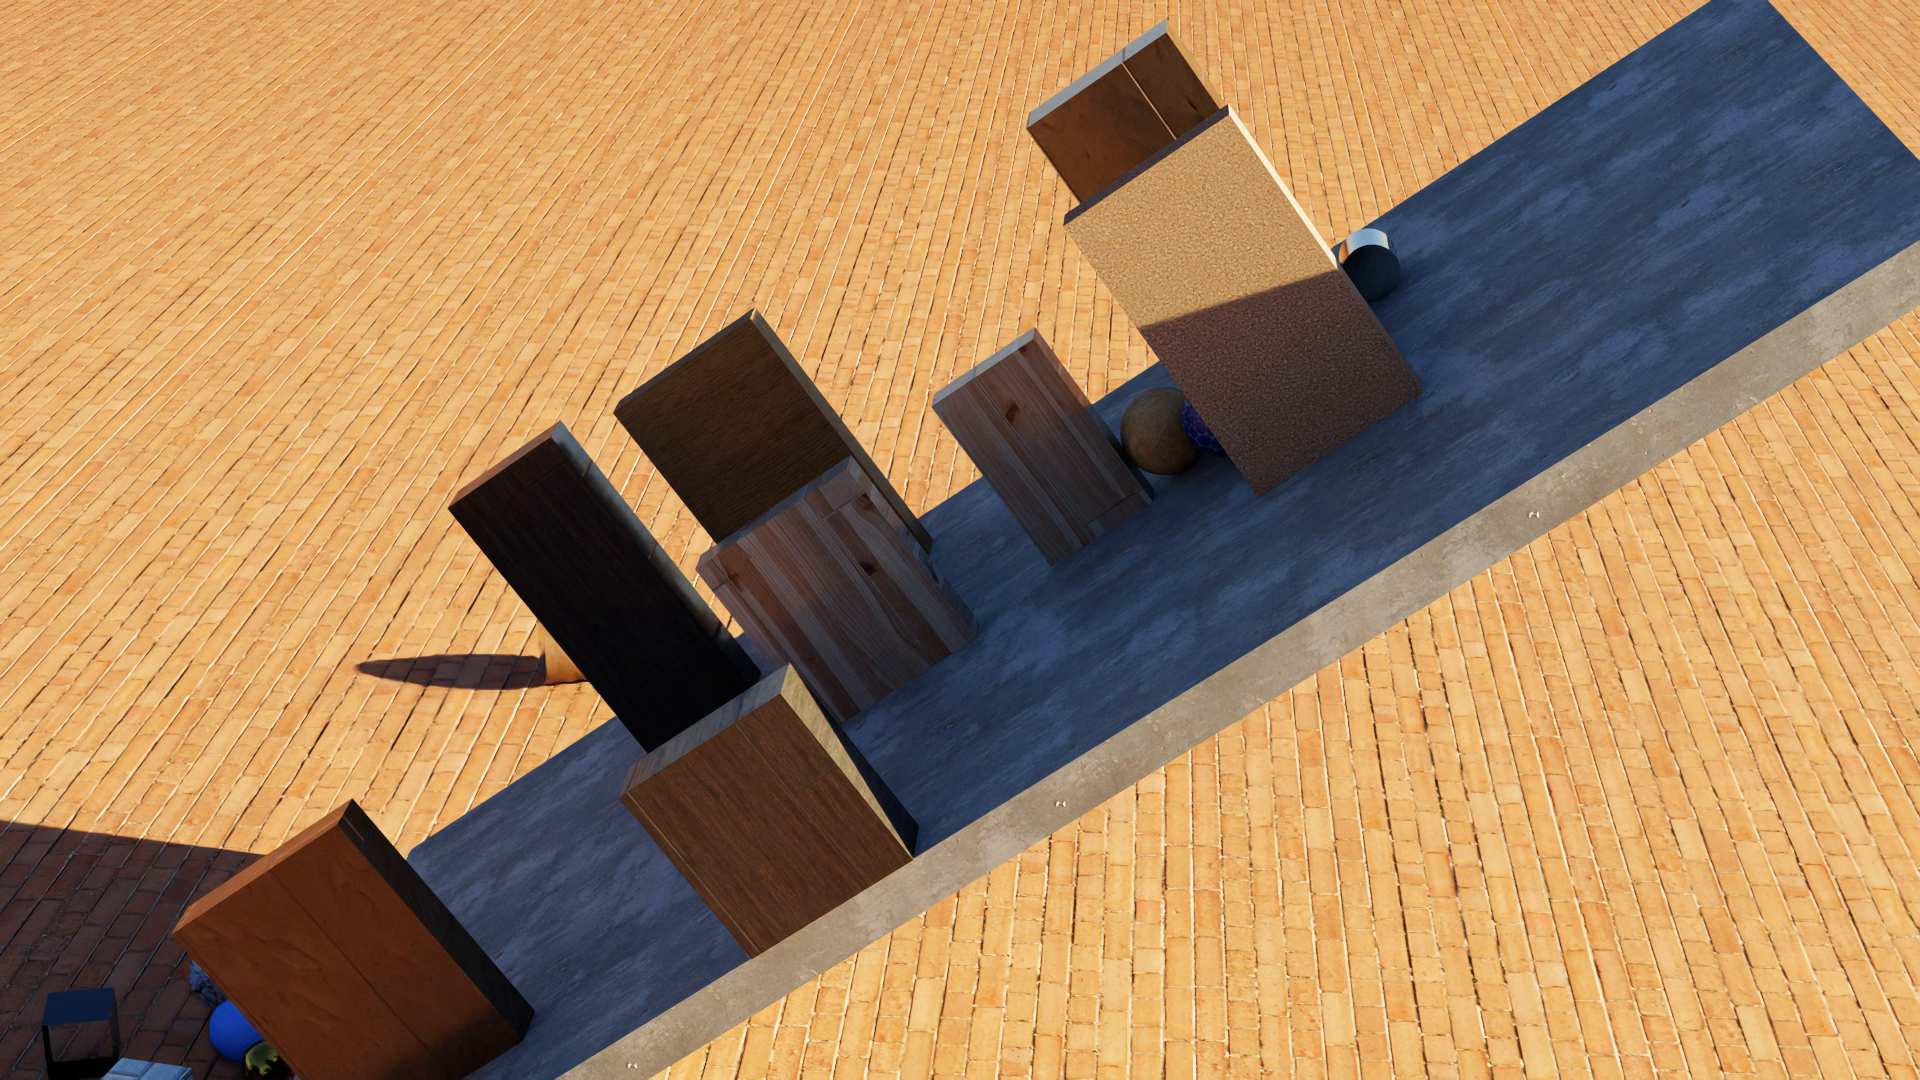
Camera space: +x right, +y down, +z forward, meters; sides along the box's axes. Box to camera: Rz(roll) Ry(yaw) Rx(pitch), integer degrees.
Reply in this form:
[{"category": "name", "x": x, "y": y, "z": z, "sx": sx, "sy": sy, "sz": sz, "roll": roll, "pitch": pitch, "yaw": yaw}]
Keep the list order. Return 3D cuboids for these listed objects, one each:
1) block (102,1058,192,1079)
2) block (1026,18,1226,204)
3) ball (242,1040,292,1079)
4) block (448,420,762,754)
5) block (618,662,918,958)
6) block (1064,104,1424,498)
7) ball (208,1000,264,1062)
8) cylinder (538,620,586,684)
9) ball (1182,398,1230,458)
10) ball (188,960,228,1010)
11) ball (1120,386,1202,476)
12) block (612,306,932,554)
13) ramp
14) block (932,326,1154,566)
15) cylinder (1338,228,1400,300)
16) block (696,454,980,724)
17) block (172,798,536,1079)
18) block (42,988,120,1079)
[{"category": "block", "x": -1.827, "y": 1.286, "z": 6.563, "sx": 0.172, "sy": 0.172, "sz": 0.172, "roll": 5, "pitch": 22, "yaw": 13}, {"category": "block", "x": 0.514, "y": -0.712, "z": 6.420, "sx": 0.364, "sy": 0.759, "sz": 0.146, "roll": -33, "pitch": 16, "yaw": 15}, {"category": "ball", "x": -1.605, "y": 1.215, "z": 6.815, "sx": 0.116, "sy": 0.116, "sz": 0.116, "roll": 0, "pitch": 22, "yaw": 0}, {"category": "block", "x": -0.834, "y": 0.122, "z": 6.943, "sx": 0.312, "sy": 0.778, "sz": 0.118, "roll": -33, "pitch": 16, "yaw": 15}, {"category": "block", "x": -0.352, "y": 0.505, "z": 5.466, "sx": 0.375, "sy": 0.407, "sz": 0.137, "roll": -33, "pitch": 16, "yaw": 15}, {"category": "block", "x": 0.556, "y": -0.462, "z": 5.758, "sx": 0.385, "sy": 0.678, "sz": 0.089, "roll": -33, "pitch": 16, "yaw": 15}, {"category": "ball", "x": -1.690, "y": 1.150, "z": 6.927, "sx": 0.155, "sy": 0.155, "sz": 0.155, "roll": 0, "pitch": 22, "yaw": 0}, {"category": "cylinder", "x": -1.167, "y": 0.326, "z": 8.930, "sx": 0.203, "sy": 0.203, "sz": 0.203, "roll": -6, "pitch": 22, "yaw": -14}, {"category": "ball", "x": 0.549, "y": -0.260, "z": 6.135, "sx": 0.175, "sy": 0.175, "sz": 0.175, "roll": 0, "pitch": 22, "yaw": 0}, {"category": "ball", "x": -1.779, "y": 1.052, "z": 7.140, "sx": 0.180, "sy": 0.180, "sz": 0.180, "roll": 0, "pitch": 22, "yaw": 0}, {"category": "ball", "x": 0.435, "y": -0.232, "z": 6.275, "sx": 0.189, "sy": 0.189, "sz": 0.189, "roll": 0, "pitch": 22, "yaw": 0}, {"category": "block", "x": -0.440, "y": -0.150, "z": 6.992, "sx": 0.408, "sy": 0.710, "sz": 0.092, "roll": -33, "pitch": 16, "yaw": 15}, {"category": "ramp", "x": 0.134, "y": 0.175, "z": 6.310, "sx": 4.000, "sy": 0.100, "sz": 2.000, "roll": -33, "pitch": 16, "yaw": 15}, {"category": "block", "x": 0.177, "y": -0.197, "z": 6.272, "sx": 0.264, "sy": 0.441, "sz": 0.086, "roll": -33, "pitch": 16, "yaw": 15}, {"category": "cylinder", "x": 0.899, "y": -0.605, "z": 6.457, "sx": 0.127, "sy": 0.127, "sz": 0.127, "roll": 1, "pitch": 22, "yaw": 4}, {"category": "block", "x": -0.260, "y": 0.120, "z": 6.275, "sx": 0.403, "sy": 0.464, "sz": 0.085, "roll": -33, "pitch": 16, "yaw": 15}, {"category": "block", "x": -1.228, "y": 0.880, "z": 5.972, "sx": 0.443, "sy": 0.588, "sz": 0.117, "roll": -33, "pitch": 16, "yaw": 15}, {"category": "block", "x": -2.062, "y": 1.161, "z": 6.906, "sx": 0.151, "sy": 0.151, "sz": 0.151, "roll": -4, "pitch": 22, "yaw": -10}]
